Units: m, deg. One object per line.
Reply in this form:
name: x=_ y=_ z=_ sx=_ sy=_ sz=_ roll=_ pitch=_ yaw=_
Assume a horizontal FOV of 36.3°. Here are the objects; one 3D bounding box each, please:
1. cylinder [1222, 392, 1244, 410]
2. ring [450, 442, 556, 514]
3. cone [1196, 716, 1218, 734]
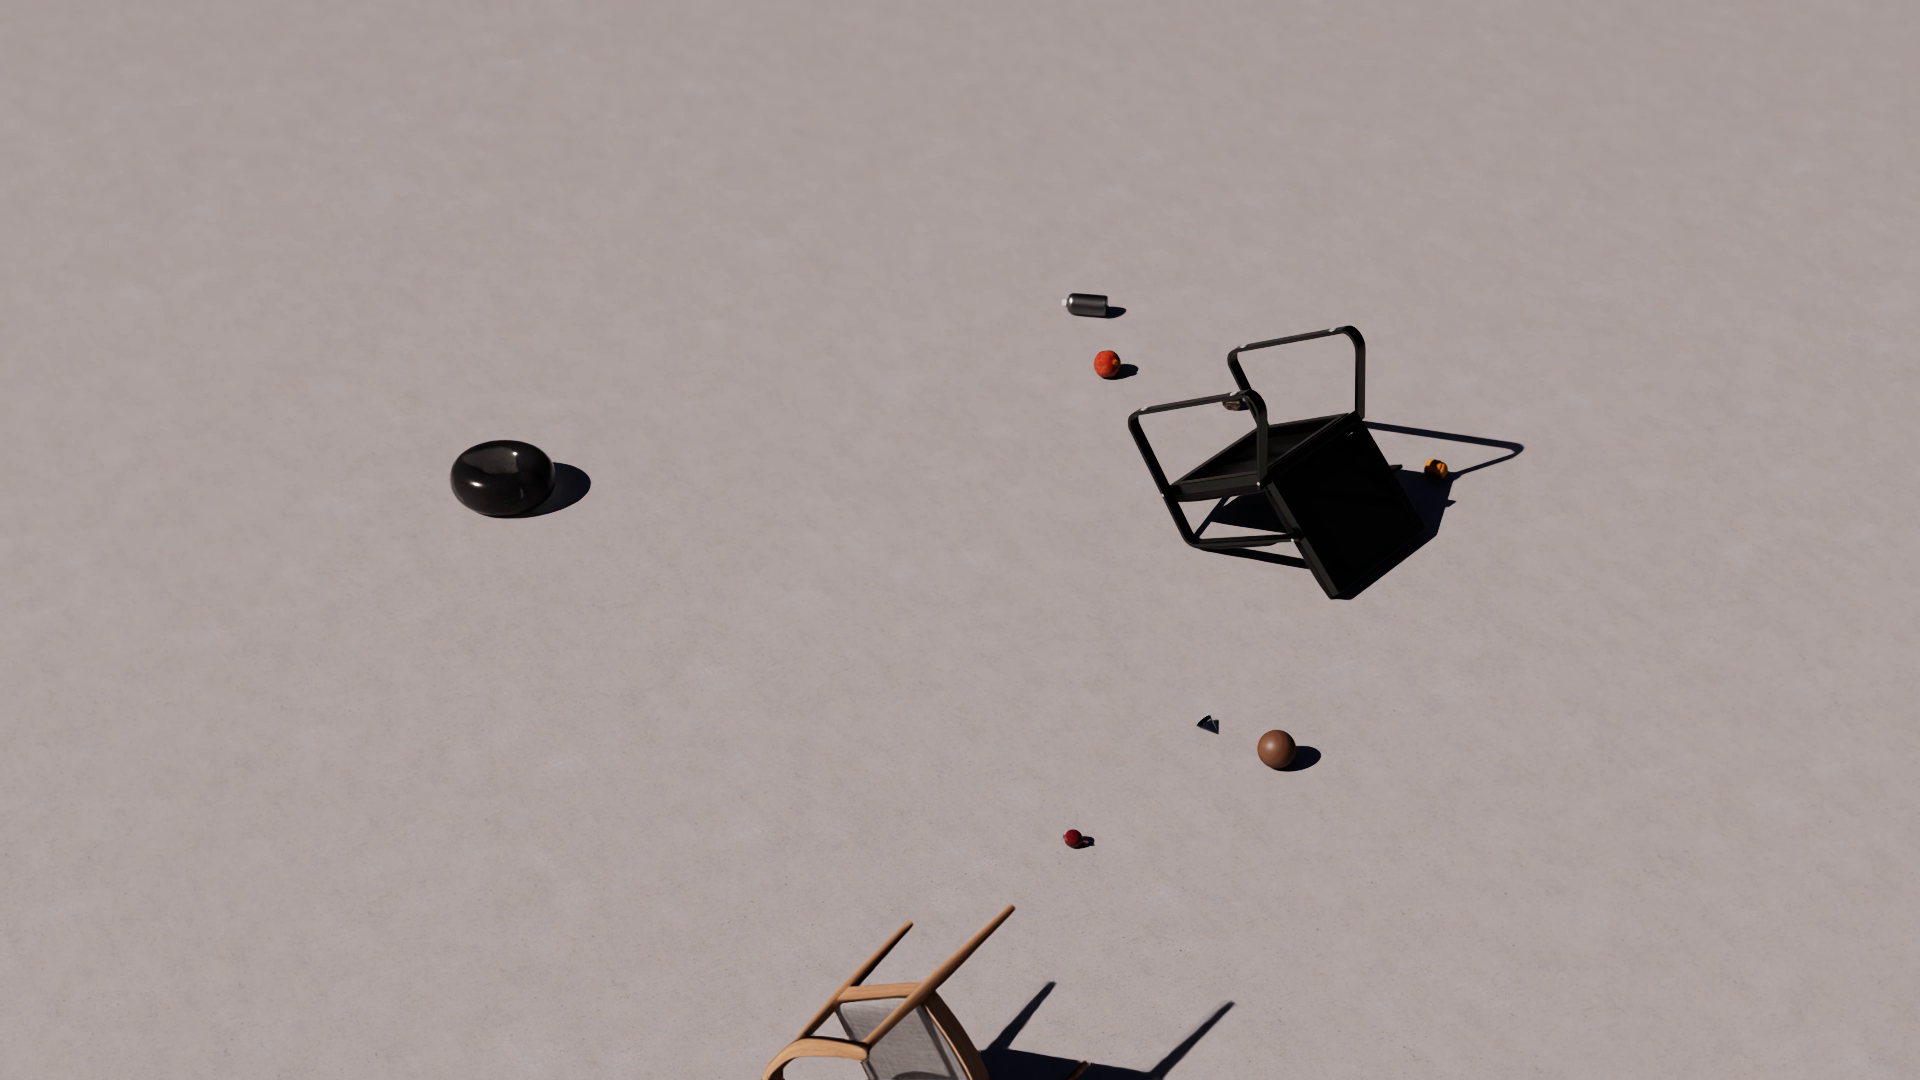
cylinder: x=1.091 y=-0.556 z=11.733 sx=0.075 sy=0.060 sz=0.045 roll=5 pitch=33 yaw=16
ring: x=-1.739 y=-0.238 z=11.158 sx=0.402 sy=0.165 sz=0.387 roll=3 pitch=32 yaw=2
cone: x=0.854 y=0.638 z=9.958 sx=0.073 sy=0.042 sz=0.074 roll=-25 pitch=59 yaw=-42
